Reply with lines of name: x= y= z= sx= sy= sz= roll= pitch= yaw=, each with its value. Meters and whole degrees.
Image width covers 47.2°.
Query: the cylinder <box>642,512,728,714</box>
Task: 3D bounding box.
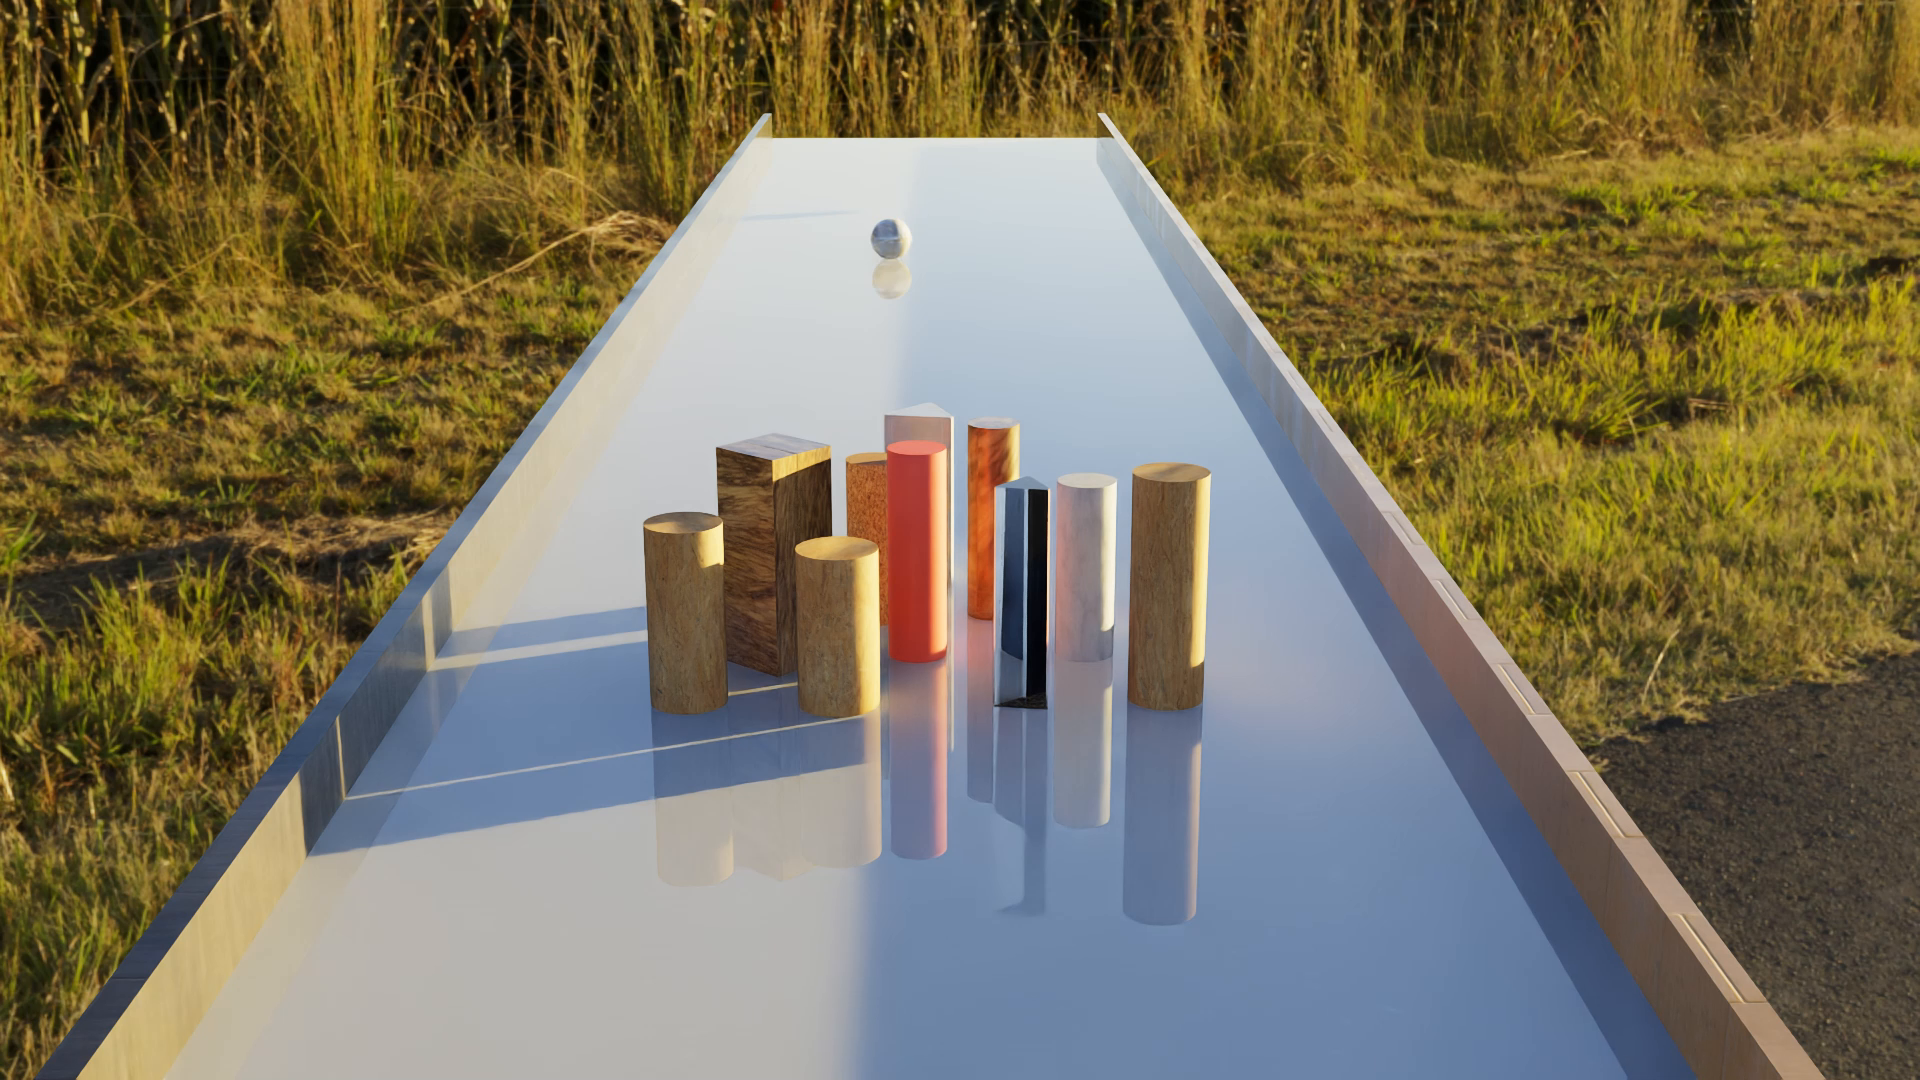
cylinder: x=-0.516 y=0.137 z=4.145 sx=0.148 sy=0.354 sz=0.148 roll=0 pitch=17 yaw=0

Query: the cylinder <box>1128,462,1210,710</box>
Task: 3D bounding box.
cylinder: x=0.393 y=0.087 z=4.150 sx=0.145 sy=0.446 sz=0.145 roll=0 pitch=17 yaw=0

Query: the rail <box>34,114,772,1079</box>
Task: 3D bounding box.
rail: x=-1.118 y=-0.838 z=7.780 sx=0.050 sy=0.150 sz=12.000 roll=0 pitch=17 yaw=-1

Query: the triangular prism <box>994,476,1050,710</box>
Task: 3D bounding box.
triangular prism: x=0.121 y=0.099 z=4.141 sx=0.102 sy=0.430 sz=0.088 roll=3 pitch=17 yaw=9

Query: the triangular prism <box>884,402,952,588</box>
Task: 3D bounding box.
triangular prism: x=-0.079 y=-0.103 z=4.894 sx=0.153 sy=0.387 sz=0.133 roll=3 pitch=17 yaw=10

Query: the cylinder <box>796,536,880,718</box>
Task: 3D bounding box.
cylinder: x=-0.230 y=0.162 z=4.142 sx=0.155 sy=0.307 sz=0.155 roll=0 pitch=17 yaw=0

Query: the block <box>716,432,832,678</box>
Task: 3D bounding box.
block: x=-0.365 y=0.027 z=4.364 sx=0.158 sy=0.440 sz=0.158 roll=14 pitch=22 yaw=39

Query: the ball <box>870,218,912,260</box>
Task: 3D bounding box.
ball: x=-0.286 y=-1.251 z=9.135 sx=0.170 sy=0.170 sz=0.170 roll=0 pitch=17 yaw=0

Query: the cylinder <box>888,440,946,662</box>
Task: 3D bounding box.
cylinder: x=-0.086 y=0.024 z=4.394 sx=0.117 sy=0.429 sz=0.117 roll=0 pitch=17 yaw=0

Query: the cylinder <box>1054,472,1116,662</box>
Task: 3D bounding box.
cylinder: x=0.252 y=0.055 z=4.409 sx=0.118 sy=0.361 sz=0.118 roll=0 pitch=17 yaw=0

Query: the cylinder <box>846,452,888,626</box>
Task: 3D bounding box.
cylinder: x=-0.182 y=-0.002 z=4.622 sx=0.112 sy=0.348 sz=0.112 roll=0 pitch=17 yaw=0

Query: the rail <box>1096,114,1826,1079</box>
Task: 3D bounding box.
rail: x=0.932 y=-0.844 z=7.801 sx=0.050 sy=0.150 sz=12.000 roll=0 pitch=17 yaw=-1

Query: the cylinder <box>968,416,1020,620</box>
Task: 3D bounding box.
cylinder: x=0.070 y=-0.045 z=4.645 sx=0.109 sy=0.417 sz=0.109 roll=0 pitch=17 yaw=0
